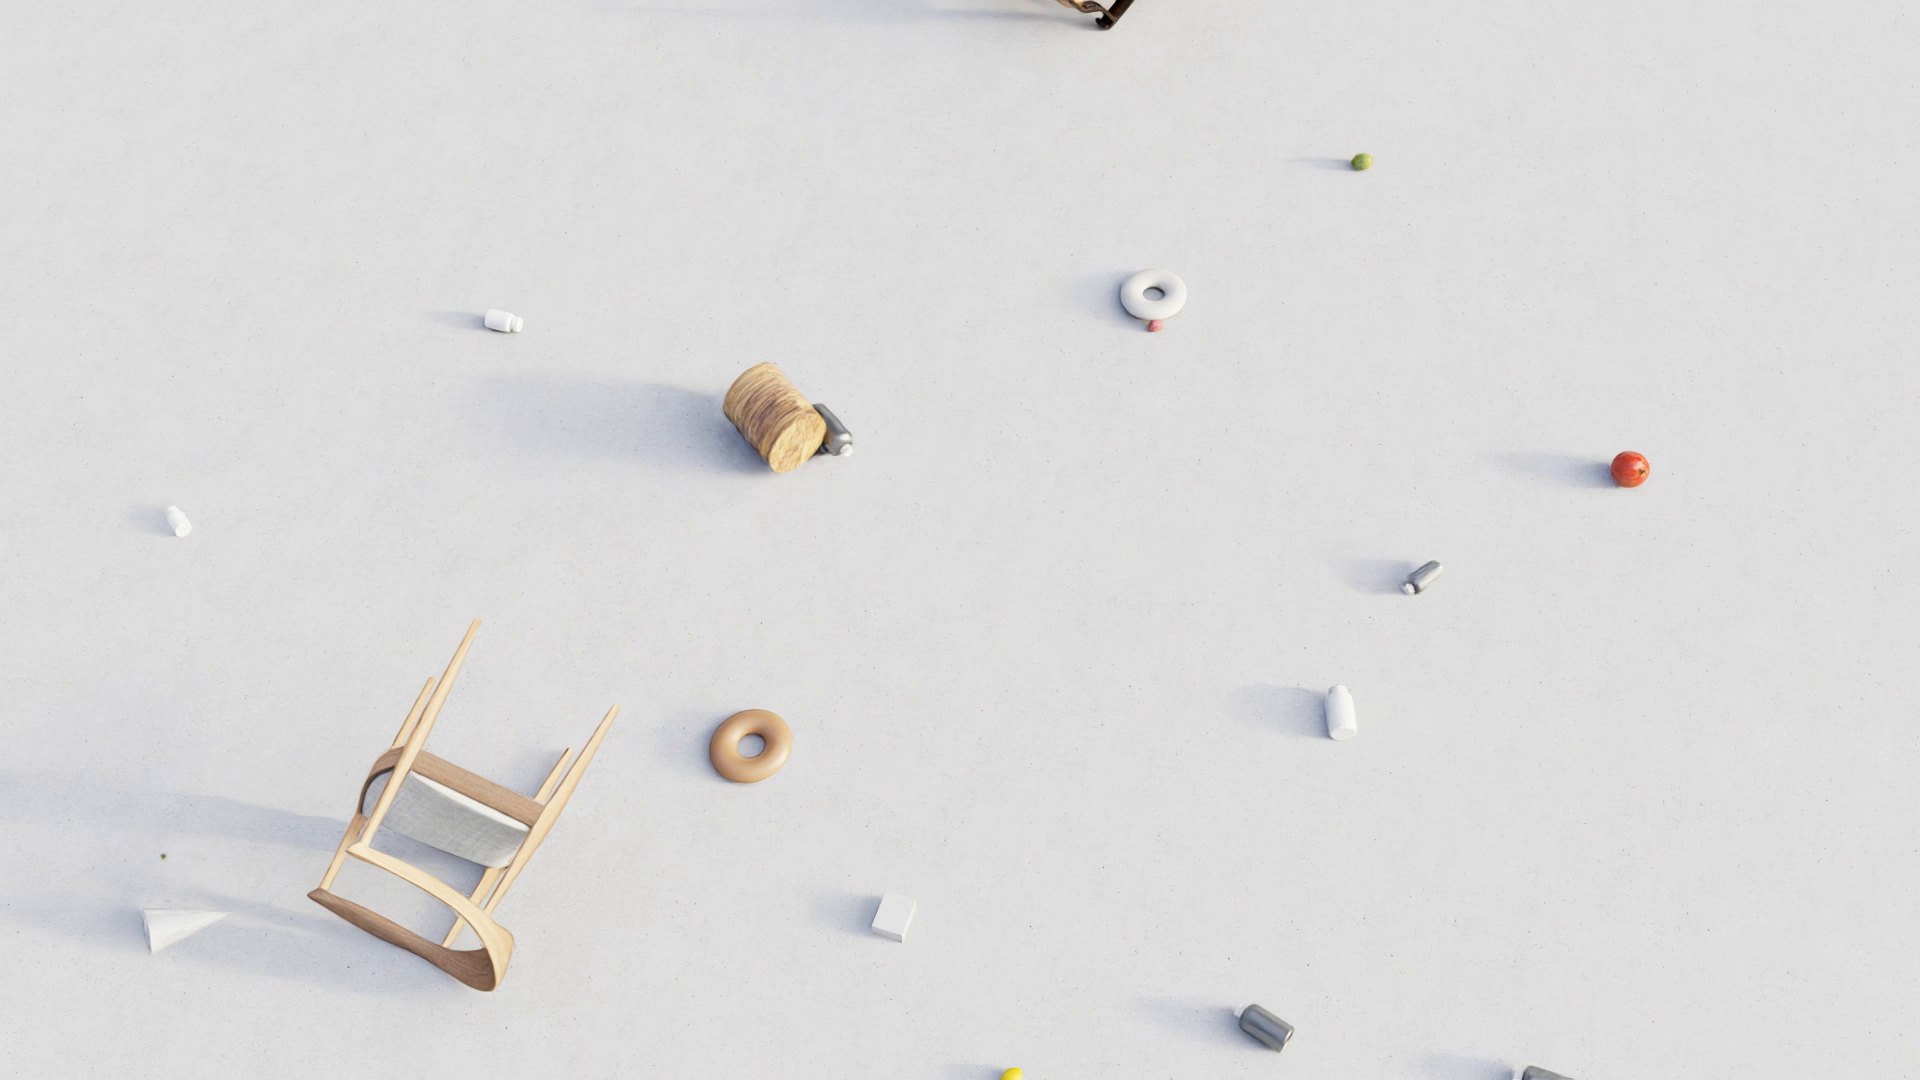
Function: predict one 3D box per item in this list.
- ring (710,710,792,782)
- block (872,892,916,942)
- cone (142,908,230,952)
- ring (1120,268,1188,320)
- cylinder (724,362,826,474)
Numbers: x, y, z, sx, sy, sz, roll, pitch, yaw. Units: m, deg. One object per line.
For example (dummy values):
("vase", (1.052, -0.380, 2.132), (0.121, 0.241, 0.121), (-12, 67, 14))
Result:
("ring", (-0.586, 0.576, 6.157), (0.242, 0.051, 0.222), (-37, 64, -22))
("block", (-0.176, 1.006, 5.868), (0.085, 0.051, 0.107), (16, 58, 11))
("cone", (-2.053, 1.016, 5.856), (0.212, 0.117, 0.143), (-9, 23, -26))
("ring", (0.623, -0.791, 7.072), (0.211, 0.046, 0.230), (23, 54, 17))
("cylinder", (-0.565, -0.372, 6.688), (0.203, 0.228, 0.253), (-17, 54, -41))
